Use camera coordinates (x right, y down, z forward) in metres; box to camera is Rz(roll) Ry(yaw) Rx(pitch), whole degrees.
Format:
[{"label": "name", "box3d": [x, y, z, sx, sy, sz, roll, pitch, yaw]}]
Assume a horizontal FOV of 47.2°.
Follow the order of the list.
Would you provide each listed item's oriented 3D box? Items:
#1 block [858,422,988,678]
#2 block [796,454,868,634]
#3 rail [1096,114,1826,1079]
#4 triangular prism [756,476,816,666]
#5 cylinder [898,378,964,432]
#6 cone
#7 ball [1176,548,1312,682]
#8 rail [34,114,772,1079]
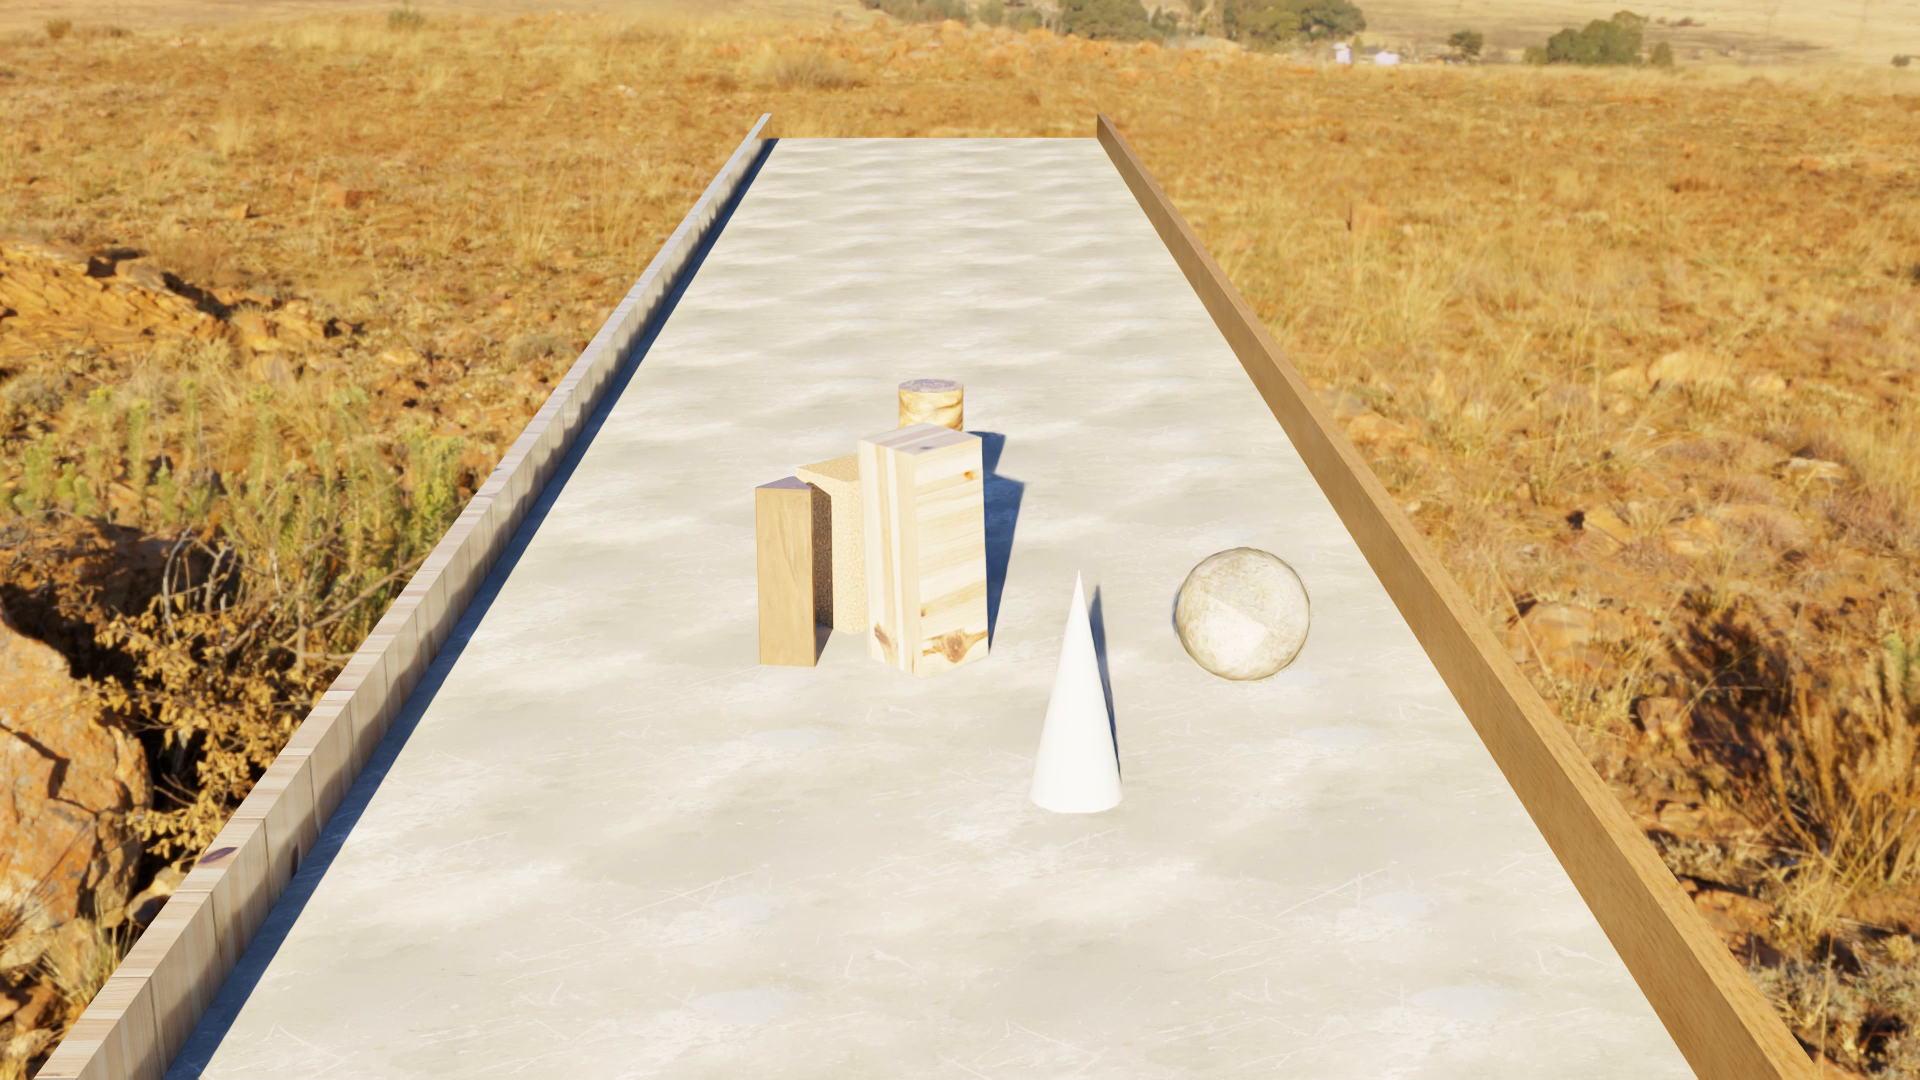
[{"label": "block", "box3d": [-0.072, 0.018, 4.355, 0.171, 0.456, 0.171, -17, 24, -38]}, {"label": "block", "box3d": [-0.223, 0.006, 4.634, 0.170, 0.326, 0.170, -15, 22, -41]}, {"label": "rail", "box3d": [0.932, -0.844, 7.801, 0.050, 0.150, 12.000, 0, 17, -1]}, {"label": "triangular prism", "box3d": [-0.337, 0.061, 4.379, 0.112, 0.366, 0.097, 2, 17, 7]}, {"label": "cylinder", "box3d": [-0.064, -0.127, 4.883, 0.144, 0.440, 0.144, 0, 17, 0]}, {"label": "cone", "box3d": [0.198, 0.243, 3.707, 0.164, 0.401, 0.164, 0, 17, 0]}, {"label": "ball", "box3d": [0.455, 0.120, 3.538, 0.217, 0.217, 0.217, 0, 17, 0]}, {"label": "rail", "box3d": [-1.118, -0.838, 7.780, 0.050, 0.150, 12.000, 0, 17, -1]}]
